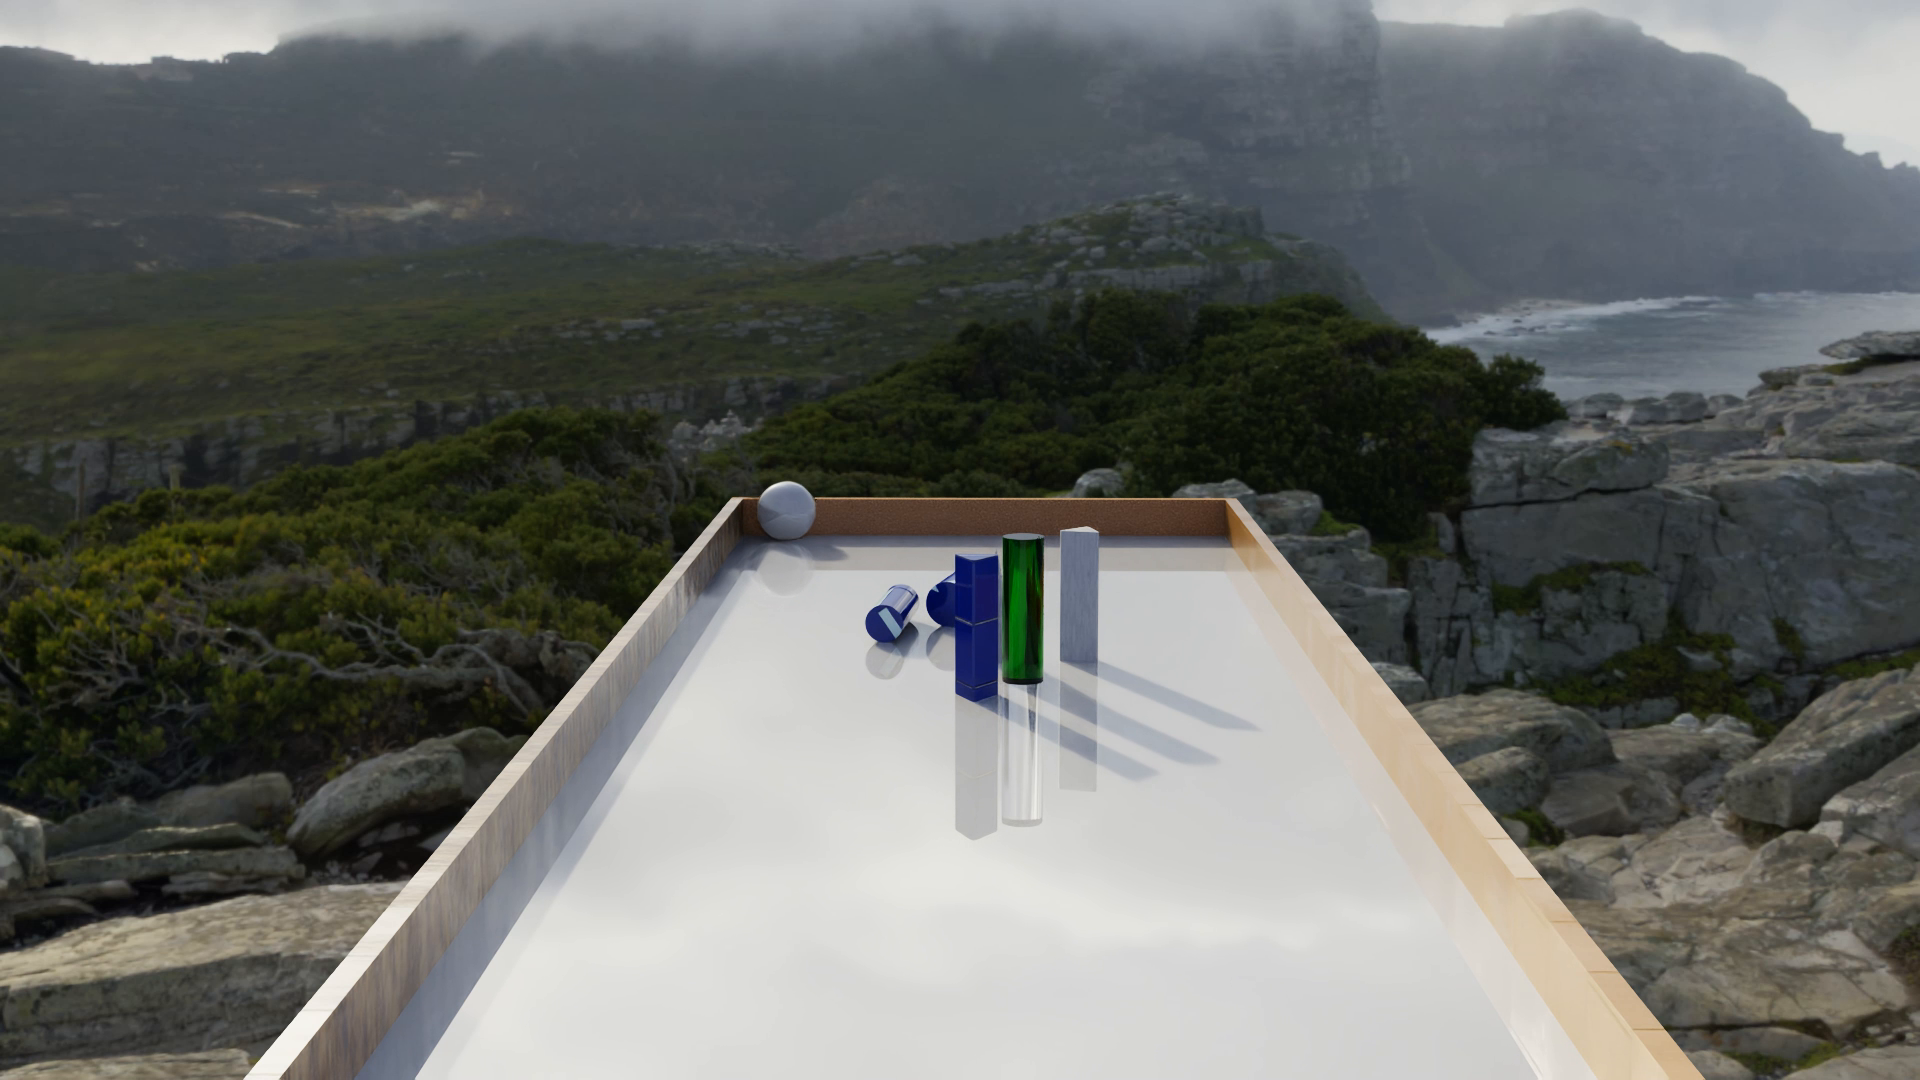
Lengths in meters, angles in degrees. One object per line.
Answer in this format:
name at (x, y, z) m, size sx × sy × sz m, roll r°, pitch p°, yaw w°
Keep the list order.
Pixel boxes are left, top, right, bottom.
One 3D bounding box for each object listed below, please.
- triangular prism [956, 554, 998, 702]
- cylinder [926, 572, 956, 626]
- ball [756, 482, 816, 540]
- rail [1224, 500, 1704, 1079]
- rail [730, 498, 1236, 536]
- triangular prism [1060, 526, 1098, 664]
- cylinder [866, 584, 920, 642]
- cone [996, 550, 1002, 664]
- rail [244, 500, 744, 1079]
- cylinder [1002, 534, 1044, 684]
triangular prism at (0.030, 0.242, 6.198) m, size 0.104 × 0.402 × 0.120 m, roll 6°, pitch 11°, yaw 35°
cylinder at (0.005, 0.182, 7.383) m, size 0.150 × 0.150 × 0.377 m, roll 2°, pitch 9°, yaw 14°
ball at (-0.710, -0.120, 8.997) m, size 0.241 × 0.241 × 0.241 m, roll 0°, pitch 9°, yaw 0°
rail at (1.046, 0.843, 3.208) m, size 0.050 × 0.150 × 12.000 m, roll 0°, pitch 9°, yaw 1°
rail at (0.099, -0.098, 9.147) m, size 2.100 × 0.150 × 0.050 m, roll 0°, pitch 9°, yaw 1°
triangular prism at (0.374, 0.165, 6.688) m, size 0.118 × 0.401 × 0.102 m, roll 3°, pitch 9°, yaw 17°
cylinder at (-0.218, 0.236, 7.136) m, size 0.121 × 0.121 × 0.374 m, roll 1°, pitch 9°, yaw 7°
cone at (0.110, 0.193, 6.697) m, size 0.144 × 0.343 × 0.144 m, roll 0°, pitch 9°, yaw 0°
rail at (-1.004, 0.839, 3.234) m, size 0.050 × 0.150 × 12.000 m, roll 0°, pitch 9°, yaw 1°
cylinder at (0.183, 0.200, 6.389) m, size 0.121 × 0.426 × 0.121 m, roll 0°, pitch 9°, yaw 0°
